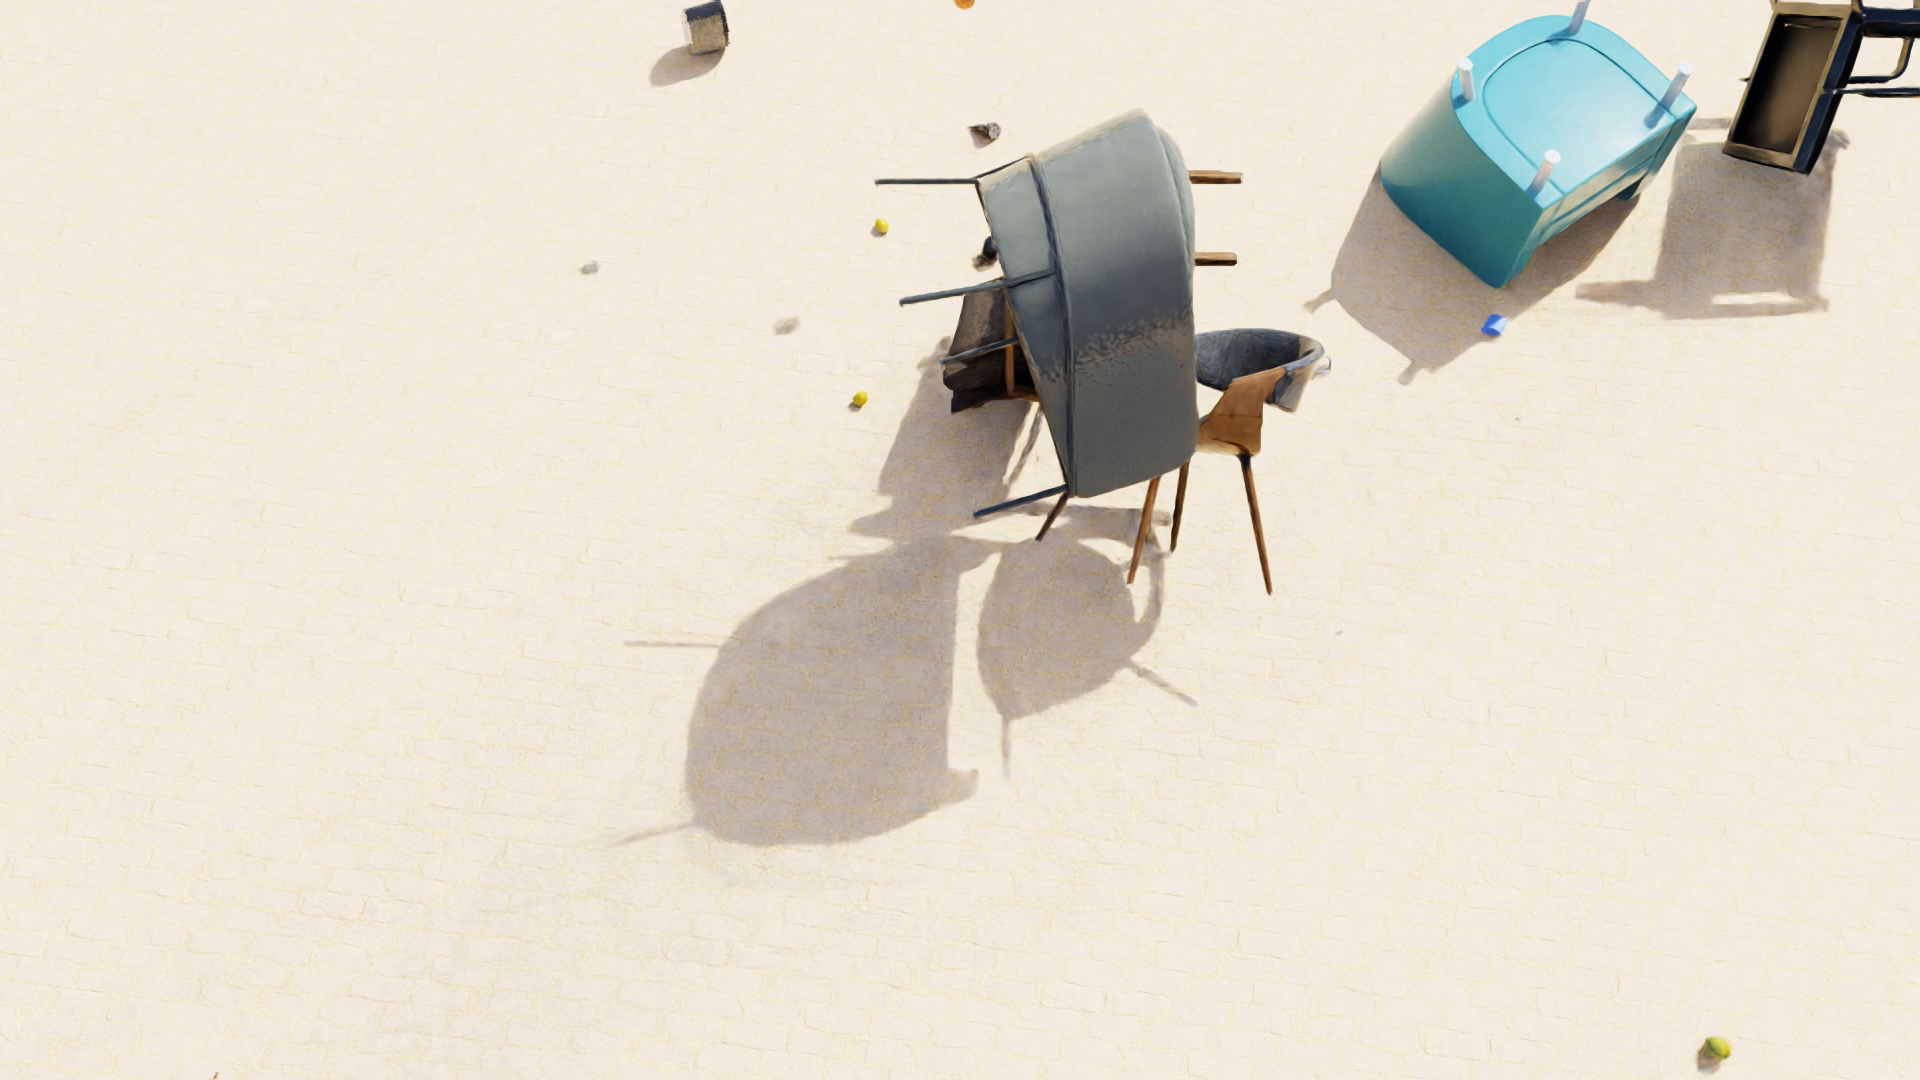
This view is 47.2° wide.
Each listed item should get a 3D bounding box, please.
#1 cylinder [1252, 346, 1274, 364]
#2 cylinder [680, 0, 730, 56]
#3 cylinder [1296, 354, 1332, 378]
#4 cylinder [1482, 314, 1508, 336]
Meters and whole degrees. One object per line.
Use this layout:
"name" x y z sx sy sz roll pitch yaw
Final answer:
"cylinder" 0.957 -0.583 6.935 0.046 0.049 0.045 -31 69 -21
"cylinder" -0.886 -1.782 7.645 0.132 0.210 0.137 -17 71 -11
"cylinder" 1.111 -0.548 6.916 0.105 0.043 0.048 -18 75 5
"cylinder" 1.705 -0.683 7.007 0.066 0.038 0.061 18 60 35
